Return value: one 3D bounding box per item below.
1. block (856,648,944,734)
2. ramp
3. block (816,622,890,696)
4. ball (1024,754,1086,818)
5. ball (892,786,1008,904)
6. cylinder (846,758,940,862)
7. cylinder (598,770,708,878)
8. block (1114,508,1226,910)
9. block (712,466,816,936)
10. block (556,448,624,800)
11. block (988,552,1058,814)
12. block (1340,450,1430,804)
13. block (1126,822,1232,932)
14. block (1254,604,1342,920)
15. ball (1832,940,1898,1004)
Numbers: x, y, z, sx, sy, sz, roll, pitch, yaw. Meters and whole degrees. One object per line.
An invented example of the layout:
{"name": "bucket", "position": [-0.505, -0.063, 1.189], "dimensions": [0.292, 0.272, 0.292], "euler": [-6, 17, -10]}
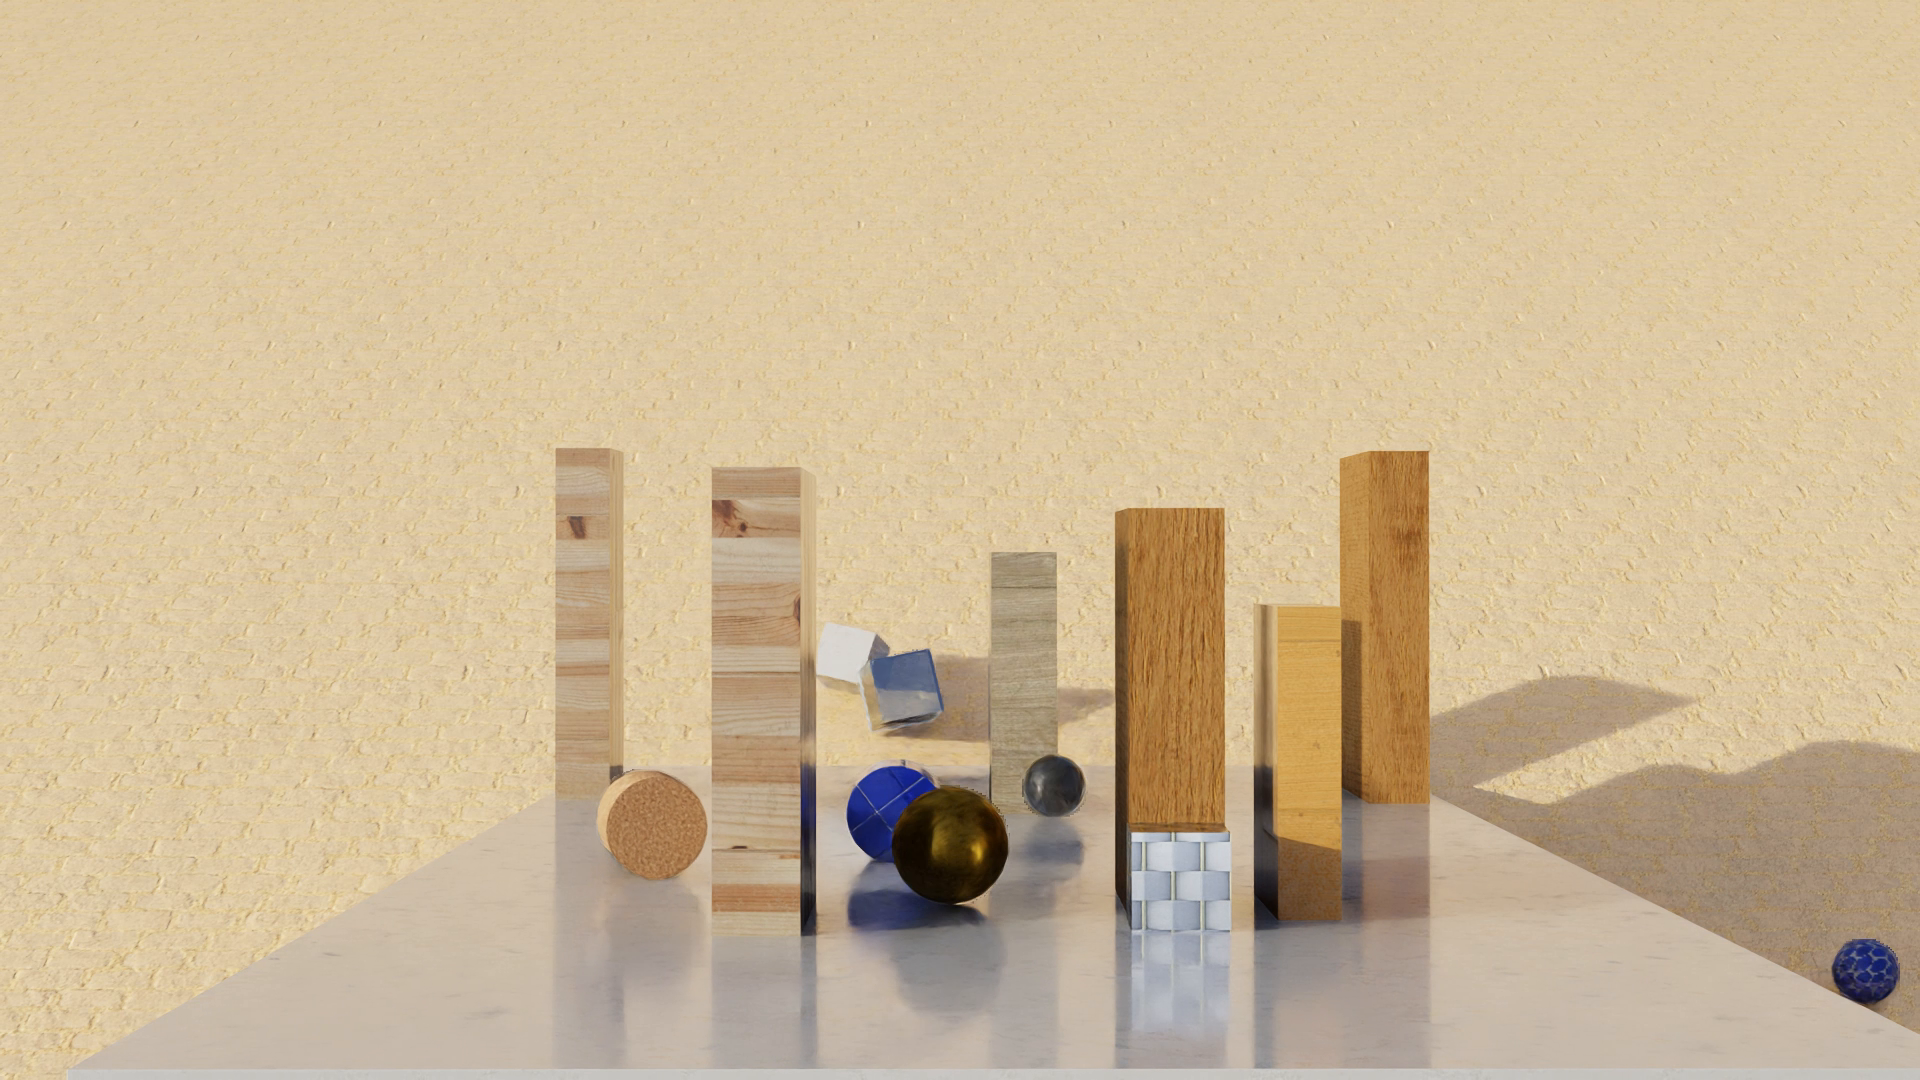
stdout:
{"name": "block", "position": [-0.160, 0.403, 6.898], "dimensions": [0.169, 0.169, 0.169], "euler": [-10, -11, -16]}
{"name": "ramp", "position": [0.070, 0.617, 4.695], "dimensions": [2.000, 0.100, 4.000], "euler": [0, 0, 0]}
{"name": "block", "position": [-0.298, 0.329, 7.077], "dimensions": [0.147, 0.147, 0.147], "euler": [12, 74, 19]}
{"name": "ball", "position": [0.195, 0.508, 5.347], "dimensions": [0.129, 0.129, 0.129], "euler": [0, 31, 0]}
{"name": "ball", "position": [-0.016, 0.471, 3.996], "dimensions": [0.180, 0.180, 0.180], "euler": [0, 31, 0]}
{"name": "cylinder", "position": [-0.114, 0.481, 4.613], "dimensions": [0.170, 0.170, 0.170], "euler": [0, 0, -1]}
{"name": "cylinder", "position": [-0.523, 0.480, 4.393], "dimensions": [0.169, 0.169, 0.169], "euler": [-8, 1, -13]}
{"name": "block", "position": [0.321, 0.257, 4.005], "dimensions": [0.142, 0.607, 0.344], "euler": [0, 0, 0]}
{"name": "block", "position": [-0.288, 0.229, 3.855], "dimensions": [0.125, 0.662, 0.407], "euler": [0, 0, 0]}
{"name": "block", "position": [-0.836, 0.187, 5.856], "dimensions": [0.120, 0.780, 0.240], "euler": [0, 0, 0]}
{"name": "block", "position": [0.134, 0.301, 5.634], "dimensions": [0.137, 0.547, 0.440], "euler": [0, 0, 0]}
{"name": "block", "position": [0.957, 0.192, 5.861], "dimensions": [0.132, 0.769, 0.431], "euler": [0, 0, 0]}
{"name": "block", "position": [0.316, 0.488, 3.759], "dimensions": [0.142, 0.142, 0.142], "euler": [0, 0, 1]}
{"name": "block", "position": [0.514, 0.330, 3.968], "dimensions": [0.094, 0.461, 0.313], "euler": [0, 0, 0]}
{"name": "ball", "position": [2.105, 1.004, 6.025], "dimensions": [0.146, 0.146, 0.146], "euler": [0, 31, 0]}
